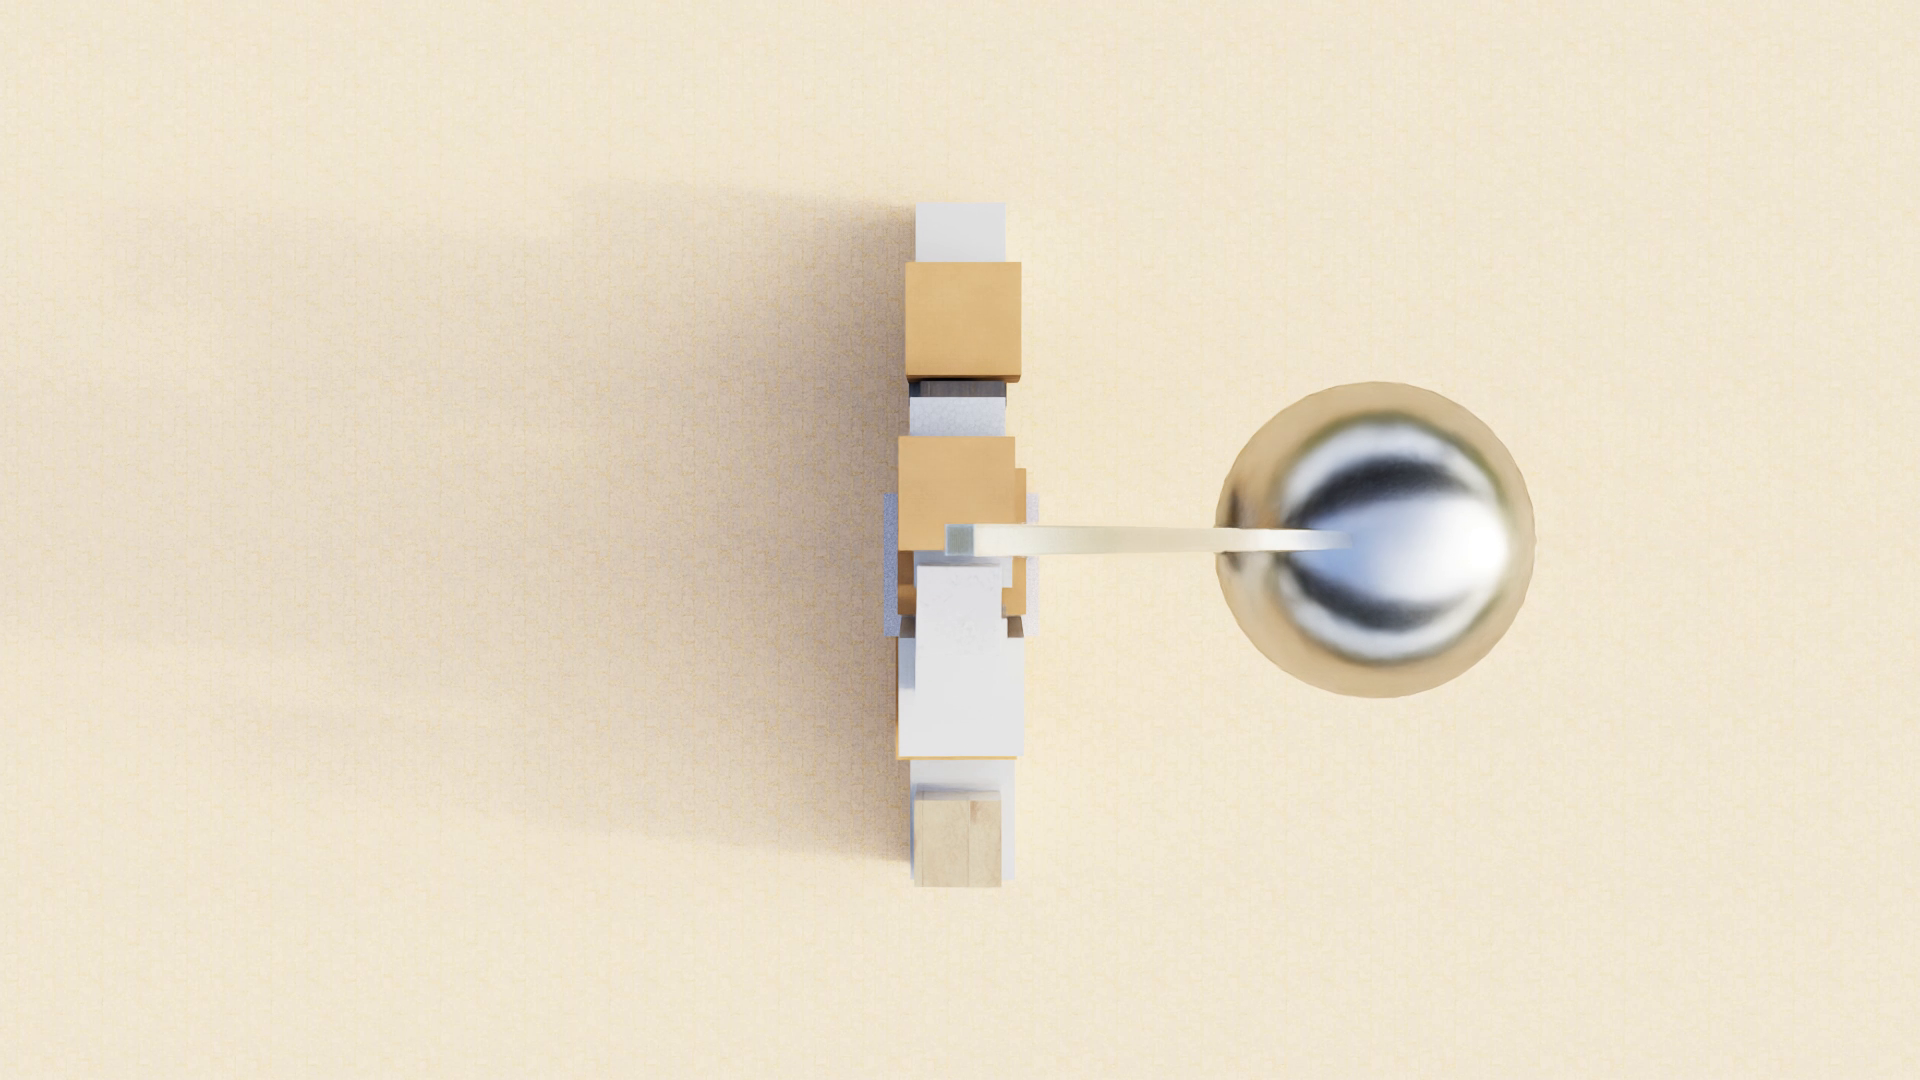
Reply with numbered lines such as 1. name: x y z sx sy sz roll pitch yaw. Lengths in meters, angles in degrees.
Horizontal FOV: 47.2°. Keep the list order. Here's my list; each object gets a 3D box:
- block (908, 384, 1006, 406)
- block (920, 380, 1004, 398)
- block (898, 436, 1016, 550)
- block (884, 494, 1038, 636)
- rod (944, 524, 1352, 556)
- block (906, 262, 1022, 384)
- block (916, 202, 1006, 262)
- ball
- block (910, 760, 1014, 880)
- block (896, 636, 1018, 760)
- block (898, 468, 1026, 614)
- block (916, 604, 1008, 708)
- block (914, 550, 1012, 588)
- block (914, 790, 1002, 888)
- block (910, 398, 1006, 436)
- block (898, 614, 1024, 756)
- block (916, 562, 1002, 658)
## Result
1. block: -0.012 -1.026 12.708 0.554 0.583 0.539 0 90 0
2. block: 0.014 -0.625 12.201 0.456 0.437 0.493 0 91 0
3. block: -0.015 -0.220 10.667 0.551 0.593 0.537 0 90 0
4. block: 0.007 0.137 12.552 0.855 0.897 0.787 0 90 0
5. rod: 0.899 0.000 7.862 0.080 5.200 0.080 0 90 20
6. block: 0.019 -1.190 12.110 0.623 0.614 0.607 0 90 0
7. block: 0.004 -1.611 12.743 0.511 0.513 0.610 0 90 0
8. ball: 2.074 0.000 11.053 1.600 1.600 1.600 0 90 0
9. block: 0.014 1.572 12.704 0.590 0.592 0.689 0 90 0
10. block: -0.020 0.878 12.589 0.672 0.823 0.677 0 90 0
11. block: 0.009 0.008 11.758 0.669 0.690 0.762 0 90 0
12. block: 0.006 0.588 11.212 0.458 0.424 0.460 0 99 0
13. block: 0.015 0.000 11.188 0.490 0.450 0.470 0 90 0
14. block: -0.011 1.652 12.181 0.474 0.454 0.472 0 90 0
15. block: -0.012 -0.478 11.191 0.477 0.448 0.460 0 89 0
16. block: 0.008 0.770 11.796 0.654 0.677 0.630 0 99 0
17. block: -0.005 0.336 10.716 0.402 0.499 0.431 1 92 0
